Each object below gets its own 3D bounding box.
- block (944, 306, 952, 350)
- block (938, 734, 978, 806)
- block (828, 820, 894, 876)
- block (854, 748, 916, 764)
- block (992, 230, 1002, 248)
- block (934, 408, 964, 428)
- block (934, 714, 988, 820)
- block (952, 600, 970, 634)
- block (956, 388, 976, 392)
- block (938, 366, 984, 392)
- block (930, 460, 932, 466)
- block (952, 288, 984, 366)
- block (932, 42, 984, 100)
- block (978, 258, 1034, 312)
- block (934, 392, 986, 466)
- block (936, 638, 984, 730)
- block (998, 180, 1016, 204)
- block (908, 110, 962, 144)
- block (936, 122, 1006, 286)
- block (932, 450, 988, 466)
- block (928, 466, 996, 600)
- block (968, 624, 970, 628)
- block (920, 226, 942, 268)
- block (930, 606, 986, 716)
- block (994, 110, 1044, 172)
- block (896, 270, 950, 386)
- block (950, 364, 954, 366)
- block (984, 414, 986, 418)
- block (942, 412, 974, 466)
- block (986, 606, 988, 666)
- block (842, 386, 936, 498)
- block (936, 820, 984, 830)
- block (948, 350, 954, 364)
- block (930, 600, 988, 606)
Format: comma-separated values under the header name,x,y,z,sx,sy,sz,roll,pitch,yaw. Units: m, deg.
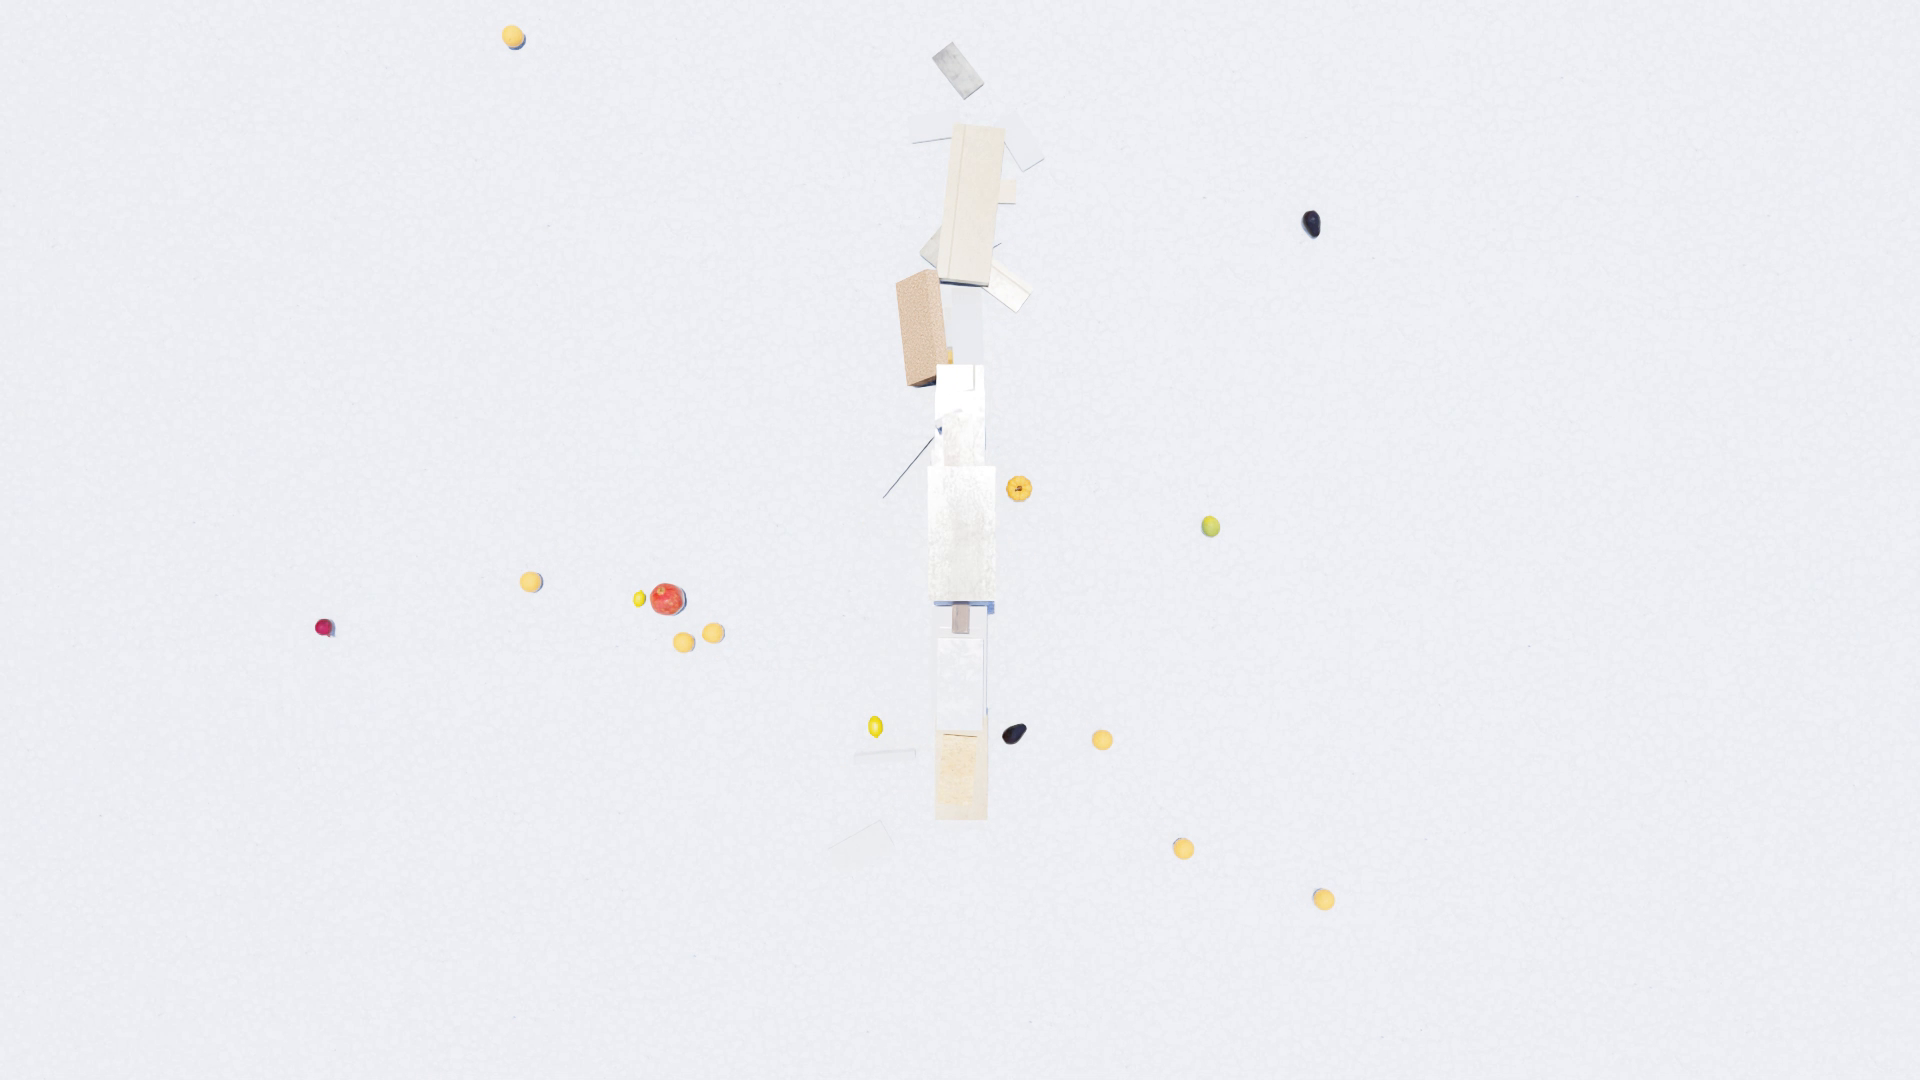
name,x,y,z,sx,sy,sz,roll,pitch,yaw
block,-0.009,-0.699,5.447,0.082,0.023,0.165,-2,59,-1
block,-0.007,0.668,4.796,0.100,0.028,0.200,5,90,0
block,-0.329,1.024,5.486,0.200,0.028,0.100,-29,90,0
block,-0.249,0.715,5.450,0.200,0.100,0.028,-5,90,0
block,0.053,-0.984,5.489,0.154,0.022,0.077,-30,90,0
block,-0.031,-0.347,4.682,0.085,0.169,0.024,-25,94,1
block,0.004,0.664,4.832,0.153,0.043,0.307,0,90,0
block,0.001,0.212,4.617,0.048,0.014,0.096,1,90,0
block,0.000,-0.436,5.063,0.099,0.198,0.028,-12,100,0
block,0.002,-0.401,5.184,0.146,0.041,0.293,0,90,0
block,-0.004,-0.222,5.325,0.175,0.350,0.050,1,90,0
block,0.025,-0.681,5.404,0.099,0.028,0.344,-1,61,-1
block,-0.006,-1.561,5.488,0.086,0.024,0.173,-38,90,0
block,0.138,-0.855,5.486,0.198,0.028,0.099,37,90,0
block,0.000,-0.286,4.789,0.144,0.041,0.288,0,91,0
block,0.000,0.391,4.486,0.124,0.035,0.248,1,90,0
block,0.109,-1.160,5.489,0.154,0.022,0.077,2,90,0
block,-0.082,-1.375,5.488,0.173,0.024,0.086,-8,90,0
block,0.036,-1.107,5.437,0.174,0.049,0.516,6,87,0
block,0.000,-0.104,5.125,0.175,0.050,0.350,0,90,0
block,0.004,-0.017,4.343,0.176,0.050,0.352,0,90,0
block,0.001,0.244,4.688,0.048,0.128,0.014,1,90,0
block,-0.057,-0.987,5.470,0.077,0.022,0.154,39,87,7
block,-0.003,0.349,4.774,0.158,0.045,0.317,0,90,0
block,0.196,-1.327,5.488,0.086,0.024,0.185,-32,90,0
block,-0.123,-0.693,5.400,0.049,0.174,0.347,-2,83,-38
block,-0.001,-0.568,5.422,0.082,0.165,0.023,-1,118,0
block,0.002,-0.374,4.986,0.144,0.354,0.041,-2,87,0
block,-0.005,-0.268,4.588,0.085,0.024,0.169,-1,92,0
block,-0.001,0.245,5.138,0.169,0.048,0.338,0,90,0
block,-0.212,-0.328,5.475,0.174,0.049,0.347,40,90,0
block,0.002,0.757,5.182,0.149,0.042,0.297,0,90,0
block,-0.003,-0.655,5.448,0.082,0.023,0.165,0,59,0
block,-0.001,0.020,4.744,0.166,0.047,0.333,0,90,0
